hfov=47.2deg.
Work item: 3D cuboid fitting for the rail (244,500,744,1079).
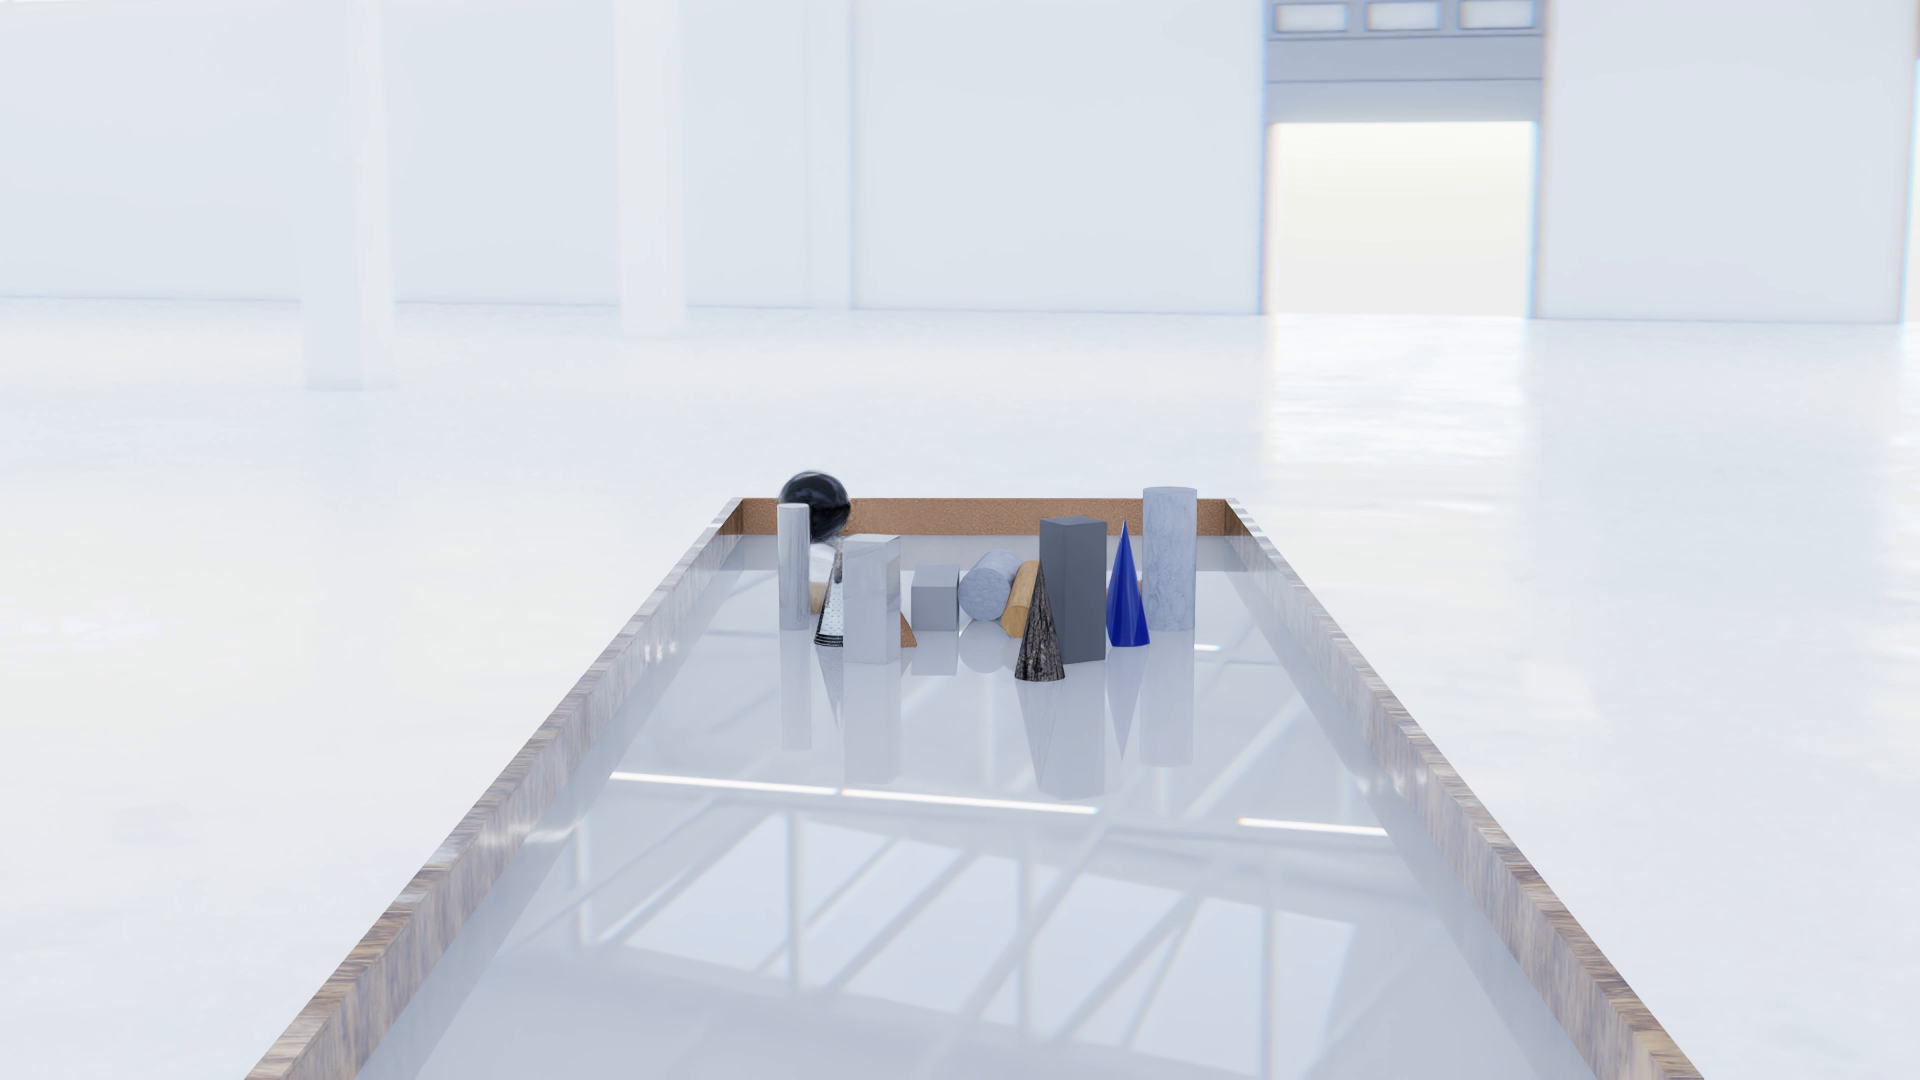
[{"bbox_3d":[-1.004,0.839,3.234,0.050,0.150,12.000,0,9,1],"label":"rail"}]

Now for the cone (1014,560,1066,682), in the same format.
[{"bbox_3d":[0.235,0.226,6.450,0.150,0.354,0.150,0,9,0],"label":"cone"}]

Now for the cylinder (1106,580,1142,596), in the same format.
[{"bbox_3d":[0.574,0.198,7.424,0.105,0.105,0.396,7,12,39],"label":"cylinder"}]

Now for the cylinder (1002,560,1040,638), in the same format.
[{"bbox_3d":[0.217,0.191,7.222,0.111,0.111,0.438,1,19,8],"label":"cylinder"}]

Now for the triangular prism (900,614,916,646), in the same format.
[{"bbox_3d":[-0.218,0.251,7.029,0.135,0.117,0.316,-1,9,-6],"label":"triangular prism"}]

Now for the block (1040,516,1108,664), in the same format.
[{"bbox_3d":[0.343,0.150,6.701,0.148,0.425,0.148,-5,10,-29],"label":"block"}]

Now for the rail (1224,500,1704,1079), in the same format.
[{"bbox_3d":[1.046,0.843,3.208,0.050,0.150,12.000,0,9,1],"label":"rail"}]

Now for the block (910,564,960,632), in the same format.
[{"bbox_3d":[-0.080,0.191,7.338,0.147,0.147,0.424,0,9,1],"label":"block"}]

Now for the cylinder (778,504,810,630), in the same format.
[{"bbox_3d":[-0.541,0.087,7.173,0.104,0.403,0.104,0,9,0],"label":"cylinder"}]

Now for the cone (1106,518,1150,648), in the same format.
[{"bbox_3d":[0.518,0.125,6.946,0.173,0.400,0.173,0,9,0],"label":"cone"}]

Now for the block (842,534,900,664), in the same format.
[{"bbox_3d":[-0.268,0.178,6.691,0.139,0.374,0.139,3,9,16],"label":"block"}]

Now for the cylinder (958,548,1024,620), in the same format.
[{"bbox_3d":[0.112,0.150,7.492,0.180,0.180,0.395,1,9,9],"label":"cylinder"}]

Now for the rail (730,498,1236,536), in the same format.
[{"bbox_3d":[0.099,-0.098,9.147,2.100,0.150,0.050,0,9,1],"label":"rail"}]

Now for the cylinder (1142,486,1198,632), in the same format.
[{"bbox_3d":[0.683,0.061,7.182,0.176,0.453,0.176,0,9,0],"label":"cylinder"}]

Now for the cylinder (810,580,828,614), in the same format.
[{"bbox_3d":[-0.389,0.199,7.391,0.355,0.113,0.113,2,9,15],"label":"cylinder"}]

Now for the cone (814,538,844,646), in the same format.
[{"bbox_3d":[-0.378,0.152,6.953,0.174,0.344,0.174,0,9,0],"label":"cone"}]

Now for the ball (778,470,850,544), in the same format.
[{"bbox_3d":[-0.593,-0.136,8.915,0.297,0.297,0.297,0,9,0],"label":"ball"}]
